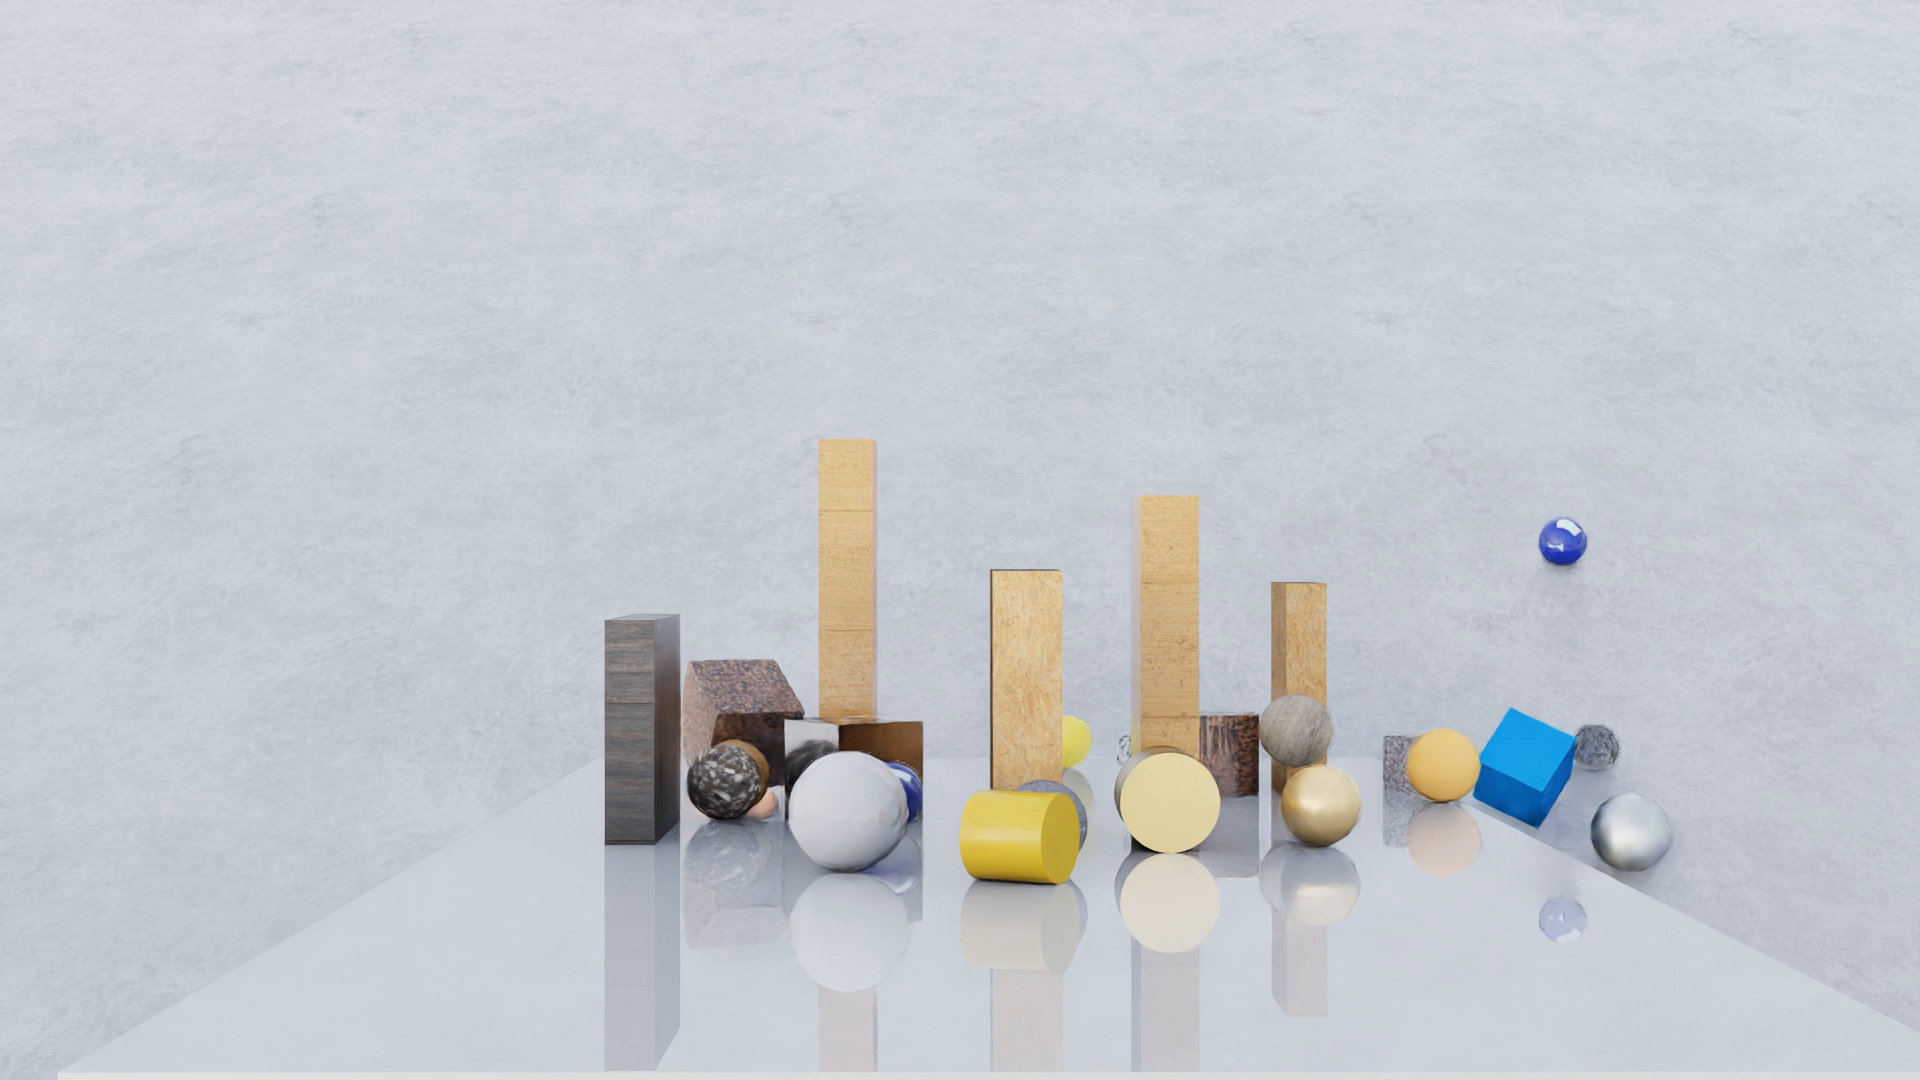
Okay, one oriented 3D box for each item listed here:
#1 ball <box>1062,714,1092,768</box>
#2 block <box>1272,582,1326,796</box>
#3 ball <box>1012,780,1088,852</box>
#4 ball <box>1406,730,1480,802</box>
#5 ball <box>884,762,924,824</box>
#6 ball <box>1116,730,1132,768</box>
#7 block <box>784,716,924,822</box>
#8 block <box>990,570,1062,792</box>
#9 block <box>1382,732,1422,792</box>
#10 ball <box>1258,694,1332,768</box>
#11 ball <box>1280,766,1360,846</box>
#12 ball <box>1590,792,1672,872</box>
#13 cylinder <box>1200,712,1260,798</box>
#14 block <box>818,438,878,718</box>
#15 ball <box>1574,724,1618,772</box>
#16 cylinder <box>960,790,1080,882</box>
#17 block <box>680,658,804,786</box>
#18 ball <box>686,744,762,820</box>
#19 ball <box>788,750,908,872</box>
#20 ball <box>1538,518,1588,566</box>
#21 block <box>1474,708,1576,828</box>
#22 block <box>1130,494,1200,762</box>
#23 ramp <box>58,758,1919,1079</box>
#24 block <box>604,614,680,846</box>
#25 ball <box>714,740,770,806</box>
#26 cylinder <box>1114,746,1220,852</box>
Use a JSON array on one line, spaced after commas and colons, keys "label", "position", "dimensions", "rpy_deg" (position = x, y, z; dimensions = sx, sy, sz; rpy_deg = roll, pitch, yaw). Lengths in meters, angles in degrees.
[{"label": "ball", "position": [0.260, 0.495, 6.372], "dimensions": [0.130, 0.130, 0.130], "rpy_deg": [0, 30, 0]}, {"label": "block", "position": [0.743, 0.326, 5.680], "dimensions": [0.087, 0.464, 0.269], "rpy_deg": [0, 0, 0]}, {"label": "ball", "position": [0.139, 0.478, 4.347], "dimensions": [0.151, 0.151, 0.151], "rpy_deg": [0, 30, 0]}, {"label": "ball", "position": [1.026, 0.479, 5.496], "dimensions": [0.155, 0.155, 0.155], "rpy_deg": [0, 30, 0]}, {"label": "ball", "position": [-0.134, 0.491, 4.971], "dimensions": [0.130, 0.130, 0.130], "rpy_deg": [0, 30, 0]}, {"label": "ball", "position": [0.413, 0.482, 5.868], "dimensions": [0.118, 0.118, 0.118], "rpy_deg": [0, 30, 0]}, {"label": "block", "position": [-0.211, 0.457, 5.143], "dimensions": [0.199, 0.199, 0.199], "rpy_deg": [0, 0, -35]}, {"label": "block", "position": [0.116, 0.304, 4.623], "dimensions": [0.119, 0.501, 0.401], "rpy_deg": [0, 0, 0]}, {"label": "block", "position": [1.028, 0.497, 5.785], "dimensions": [0.122, 0.122, 0.122], "rpy_deg": [0, 0, 35]}, {"label": "ball", "position": [0.708, 0.402, 5.468], "dimensions": [0.154, 0.154, 0.154], "rpy_deg": [0, 30, 0]}, {"label": "ball", "position": [0.654, 0.482, 4.701], "dimensions": [0.144, 0.144, 0.144], "rpy_deg": [0, 30, 0]}, {"label": "ball", "position": [1.653, 0.720, 6.376], "dimensions": [0.195, 0.195, 0.195], "rpy_deg": [0, 30, 0]}, {"label": "cylinder", "position": [0.571, 0.470, 5.697], "dimensions": [0.176, 0.176, 0.176], "rpy_deg": [0, 0, 0]}, {"label": "block", "position": [-0.238, 0.173, 5.546], "dimensions": [0.114, 0.768, 0.294], "rpy_deg": [0, 0, 0]}, {"label": "ball", "position": [1.655, 0.543, 6.750], "dimensions": [0.122, 0.122, 0.122], "rpy_deg": [0, 30, 0]}, {"label": "cylinder", "position": [0.097, 0.481, 4.201], "dimensions": [0.146, 0.146, 0.146], "rpy_deg": [-2, 27, 28]}, {"label": "block", "position": [-0.469, 0.387, 5.460], "dimensions": [0.194, 0.194, 0.194], "rpy_deg": [0, 32, -26]}, {"label": "ball", "position": [-0.469, 0.482, 5.145], "dimensions": [0.150, 0.150, 0.150], "rpy_deg": [0, 30, 0]}, {"label": "ball", "position": [-0.187, 0.454, 4.334], "dimensions": [0.201, 0.201, 0.201], "rpy_deg": [0, 30, 0]}, {"label": "ball", "position": [1.780, 0.005, 7.646], "dimensions": [0.142, 0.142, 0.142], "rpy_deg": [0, 30, 0]}, {"label": "block", "position": [1.426, 0.577, 6.544], "dimensions": [0.181, 0.181, 0.181], "rpy_deg": [26, 61, 25]}, {"label": "block", "position": [0.386, 0.236, 4.897], "dimensions": [0.108, 0.638, 0.264], "rpy_deg": [0, 0, 0]}, {"label": "ramp", "position": [0.068, 0.605, 4.670], "dimensions": [2.000, 0.100, 4.000], "rpy_deg": [0, 0, 0]}, {"label": "block", "position": [-0.601, 0.351, 4.921], "dimensions": [0.091, 0.410, 0.427], "rpy_deg": [0, 0, 0]}, {"label": "ball", "position": [-0.463, 0.483, 5.299], "dimensions": [0.149, 0.149, 0.149], "rpy_deg": [0, 30, 0]}, {"label": "cylinder", "position": [0.372, 0.466, 4.676], "dimensions": [0.178, 0.178, 0.178], "rpy_deg": [0, 0, 0]}]
